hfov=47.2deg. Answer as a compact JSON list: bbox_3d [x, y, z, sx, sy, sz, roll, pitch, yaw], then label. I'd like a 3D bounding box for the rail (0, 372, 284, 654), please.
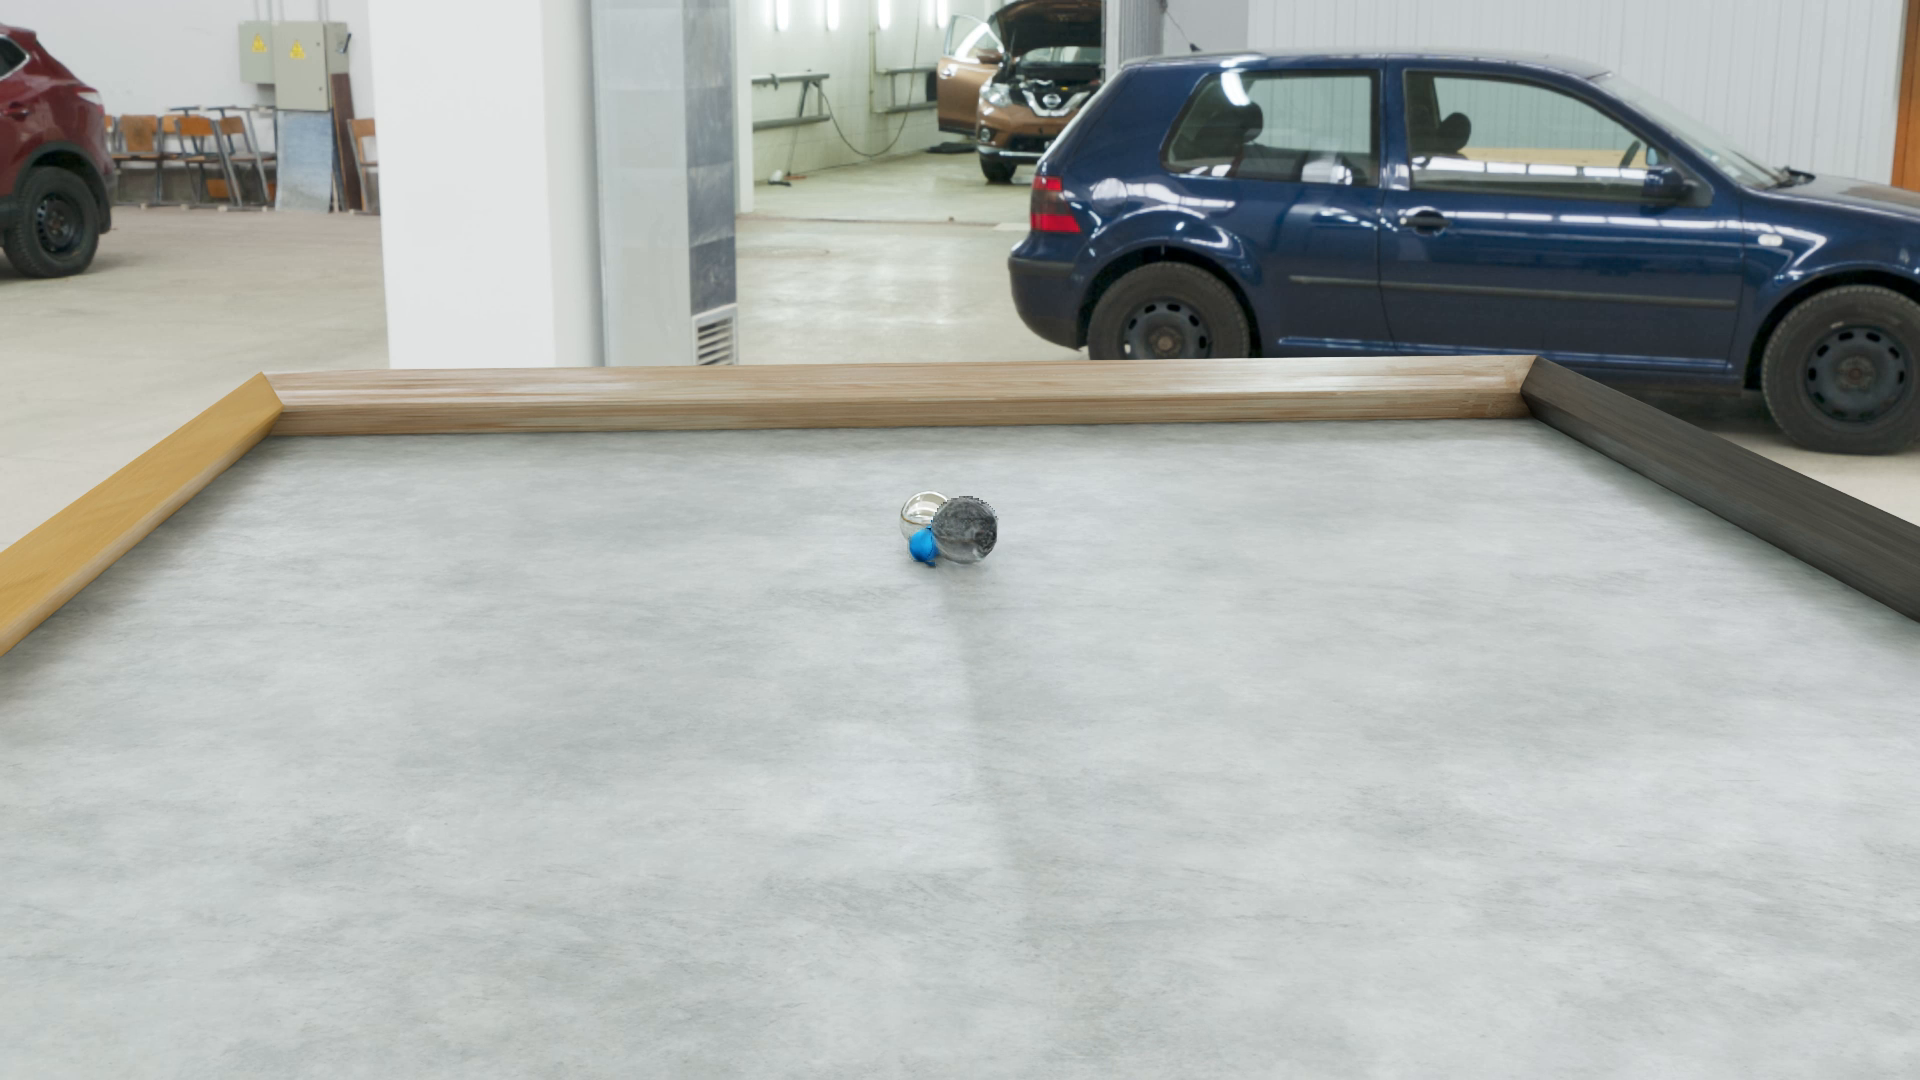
[{"bbox_3d":[-1.056,0.237,1.929,0.045,0.116,4.146,-1,14,-5],"label":"rail"}]

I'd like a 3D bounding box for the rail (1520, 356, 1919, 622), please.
[{"bbox_3d":[1.224,0.193,2.110,0.045,0.116,4.146,-1,14,-5],"label":"rail"}]

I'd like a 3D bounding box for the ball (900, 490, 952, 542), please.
[{"bbox_3d":[-0.043,-0.027,3.098,0.085,0.085,0.085,0,13,0],"label":"ball"}]

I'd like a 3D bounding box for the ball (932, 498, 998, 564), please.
[{"bbox_3d":[0.007,-0.011,3.004,0.090,0.090,0.090,0,13,0],"label":"ball"}]

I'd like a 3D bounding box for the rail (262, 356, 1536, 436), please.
[{"bbox_3d":[-0.082,-0.261,4.006,2.335,0.116,0.045,-1,14,-5],"label":"rail"}]

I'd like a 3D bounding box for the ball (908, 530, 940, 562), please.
[{"bbox_3d":[-0.049,0.008,3.039,0.045,0.045,0.045,0,13,0],"label":"ball"}]
